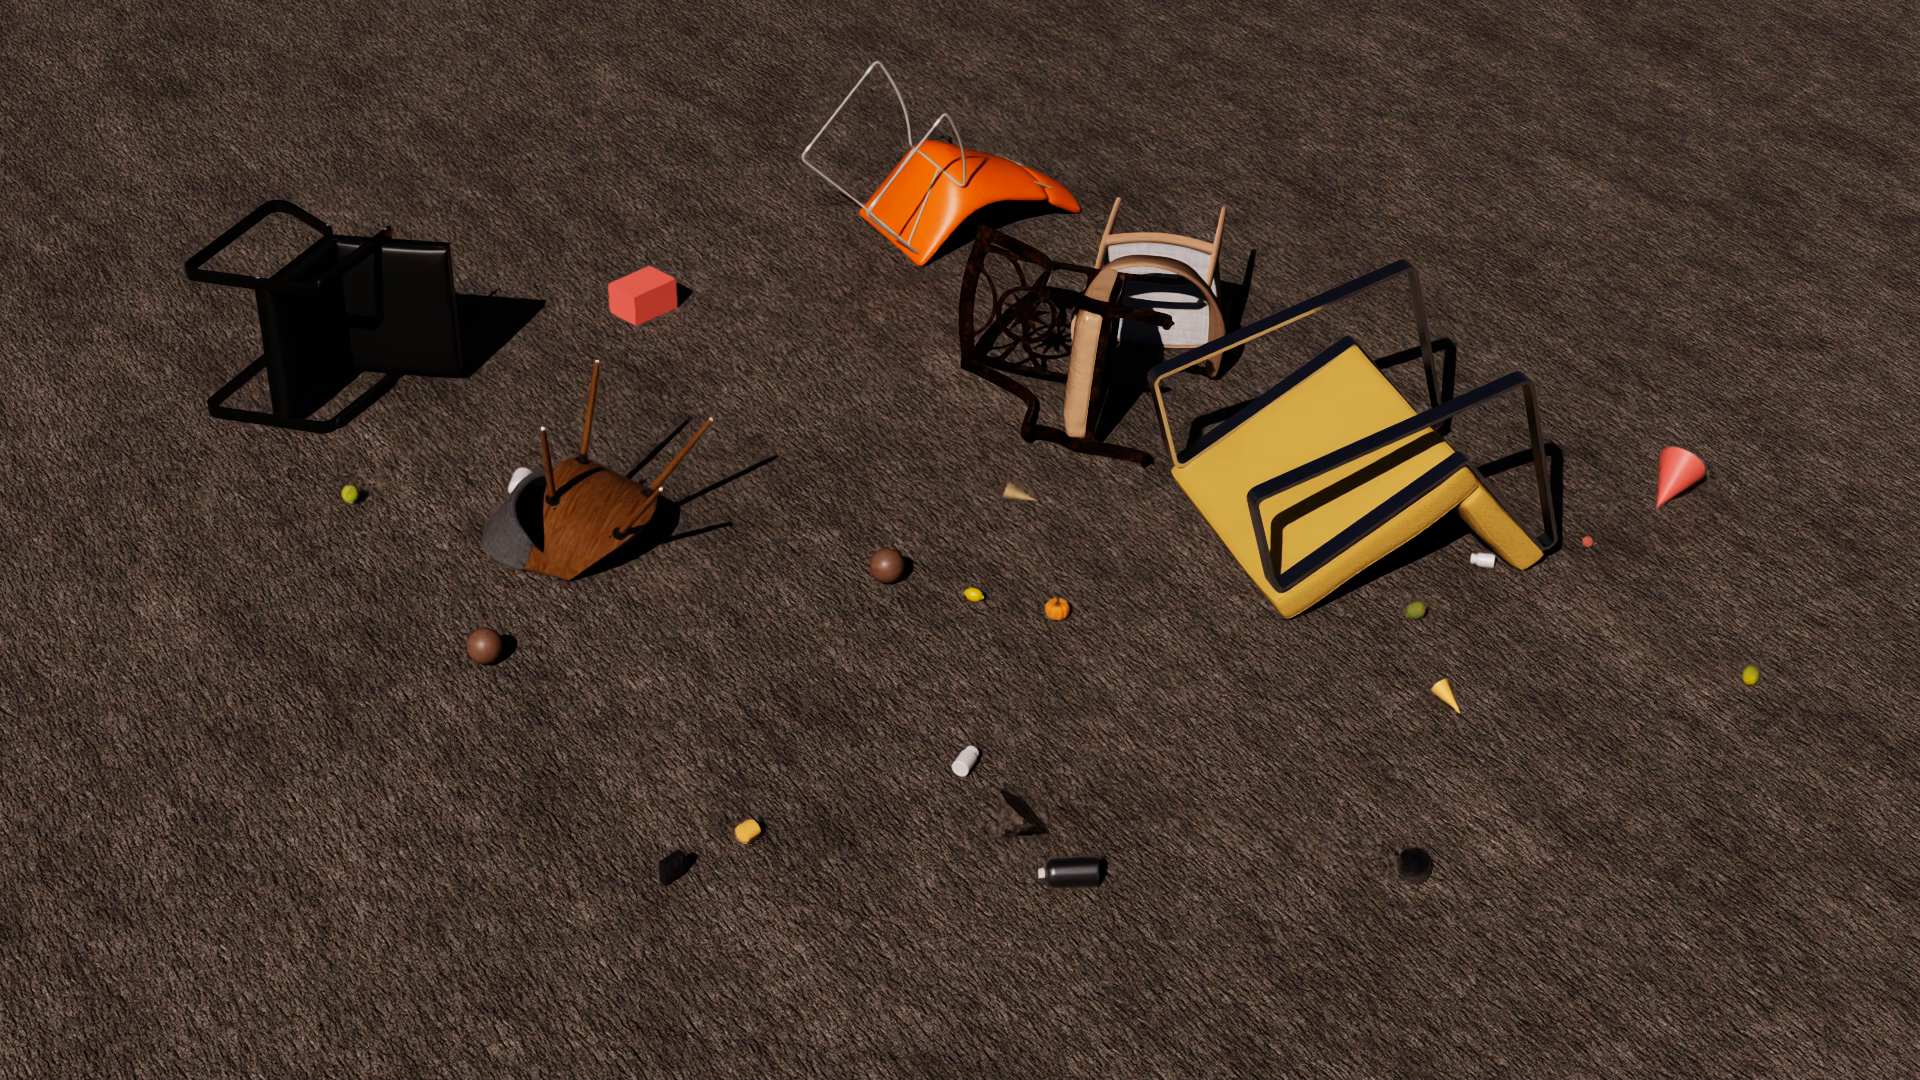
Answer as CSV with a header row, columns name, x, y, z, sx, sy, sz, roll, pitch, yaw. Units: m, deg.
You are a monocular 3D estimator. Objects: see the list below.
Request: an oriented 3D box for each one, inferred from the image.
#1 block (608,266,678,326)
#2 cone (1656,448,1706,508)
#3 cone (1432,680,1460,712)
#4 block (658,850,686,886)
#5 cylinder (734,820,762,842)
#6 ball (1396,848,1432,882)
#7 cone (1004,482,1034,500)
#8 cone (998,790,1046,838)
name,x,y,z,sx,sy,sz,roll,pitch,yaw
block,-1.339,-1.032,12.386,0.169,0.137,0.230,28,43,36
cone,2.703,-0.204,11.163,0.184,0.229,0.217,31,70,12
cone,1.685,0.550,10.080,0.067,0.065,0.134,26,25,-50
block,-0.911,1.038,9.294,0.032,0.082,0.086,26,42,34
cylinder,-0.685,0.938,9.464,0.074,0.060,0.050,-5,15,45
ball,1.439,1.027,9.287,0.109,0.109,0.109,0,33,0
cone,0.236,-0.172,11.175,0.129,0.066,0.074,21,9,5
cone,0.164,0.918,9.477,0.194,0.121,0.232,44,6,15
